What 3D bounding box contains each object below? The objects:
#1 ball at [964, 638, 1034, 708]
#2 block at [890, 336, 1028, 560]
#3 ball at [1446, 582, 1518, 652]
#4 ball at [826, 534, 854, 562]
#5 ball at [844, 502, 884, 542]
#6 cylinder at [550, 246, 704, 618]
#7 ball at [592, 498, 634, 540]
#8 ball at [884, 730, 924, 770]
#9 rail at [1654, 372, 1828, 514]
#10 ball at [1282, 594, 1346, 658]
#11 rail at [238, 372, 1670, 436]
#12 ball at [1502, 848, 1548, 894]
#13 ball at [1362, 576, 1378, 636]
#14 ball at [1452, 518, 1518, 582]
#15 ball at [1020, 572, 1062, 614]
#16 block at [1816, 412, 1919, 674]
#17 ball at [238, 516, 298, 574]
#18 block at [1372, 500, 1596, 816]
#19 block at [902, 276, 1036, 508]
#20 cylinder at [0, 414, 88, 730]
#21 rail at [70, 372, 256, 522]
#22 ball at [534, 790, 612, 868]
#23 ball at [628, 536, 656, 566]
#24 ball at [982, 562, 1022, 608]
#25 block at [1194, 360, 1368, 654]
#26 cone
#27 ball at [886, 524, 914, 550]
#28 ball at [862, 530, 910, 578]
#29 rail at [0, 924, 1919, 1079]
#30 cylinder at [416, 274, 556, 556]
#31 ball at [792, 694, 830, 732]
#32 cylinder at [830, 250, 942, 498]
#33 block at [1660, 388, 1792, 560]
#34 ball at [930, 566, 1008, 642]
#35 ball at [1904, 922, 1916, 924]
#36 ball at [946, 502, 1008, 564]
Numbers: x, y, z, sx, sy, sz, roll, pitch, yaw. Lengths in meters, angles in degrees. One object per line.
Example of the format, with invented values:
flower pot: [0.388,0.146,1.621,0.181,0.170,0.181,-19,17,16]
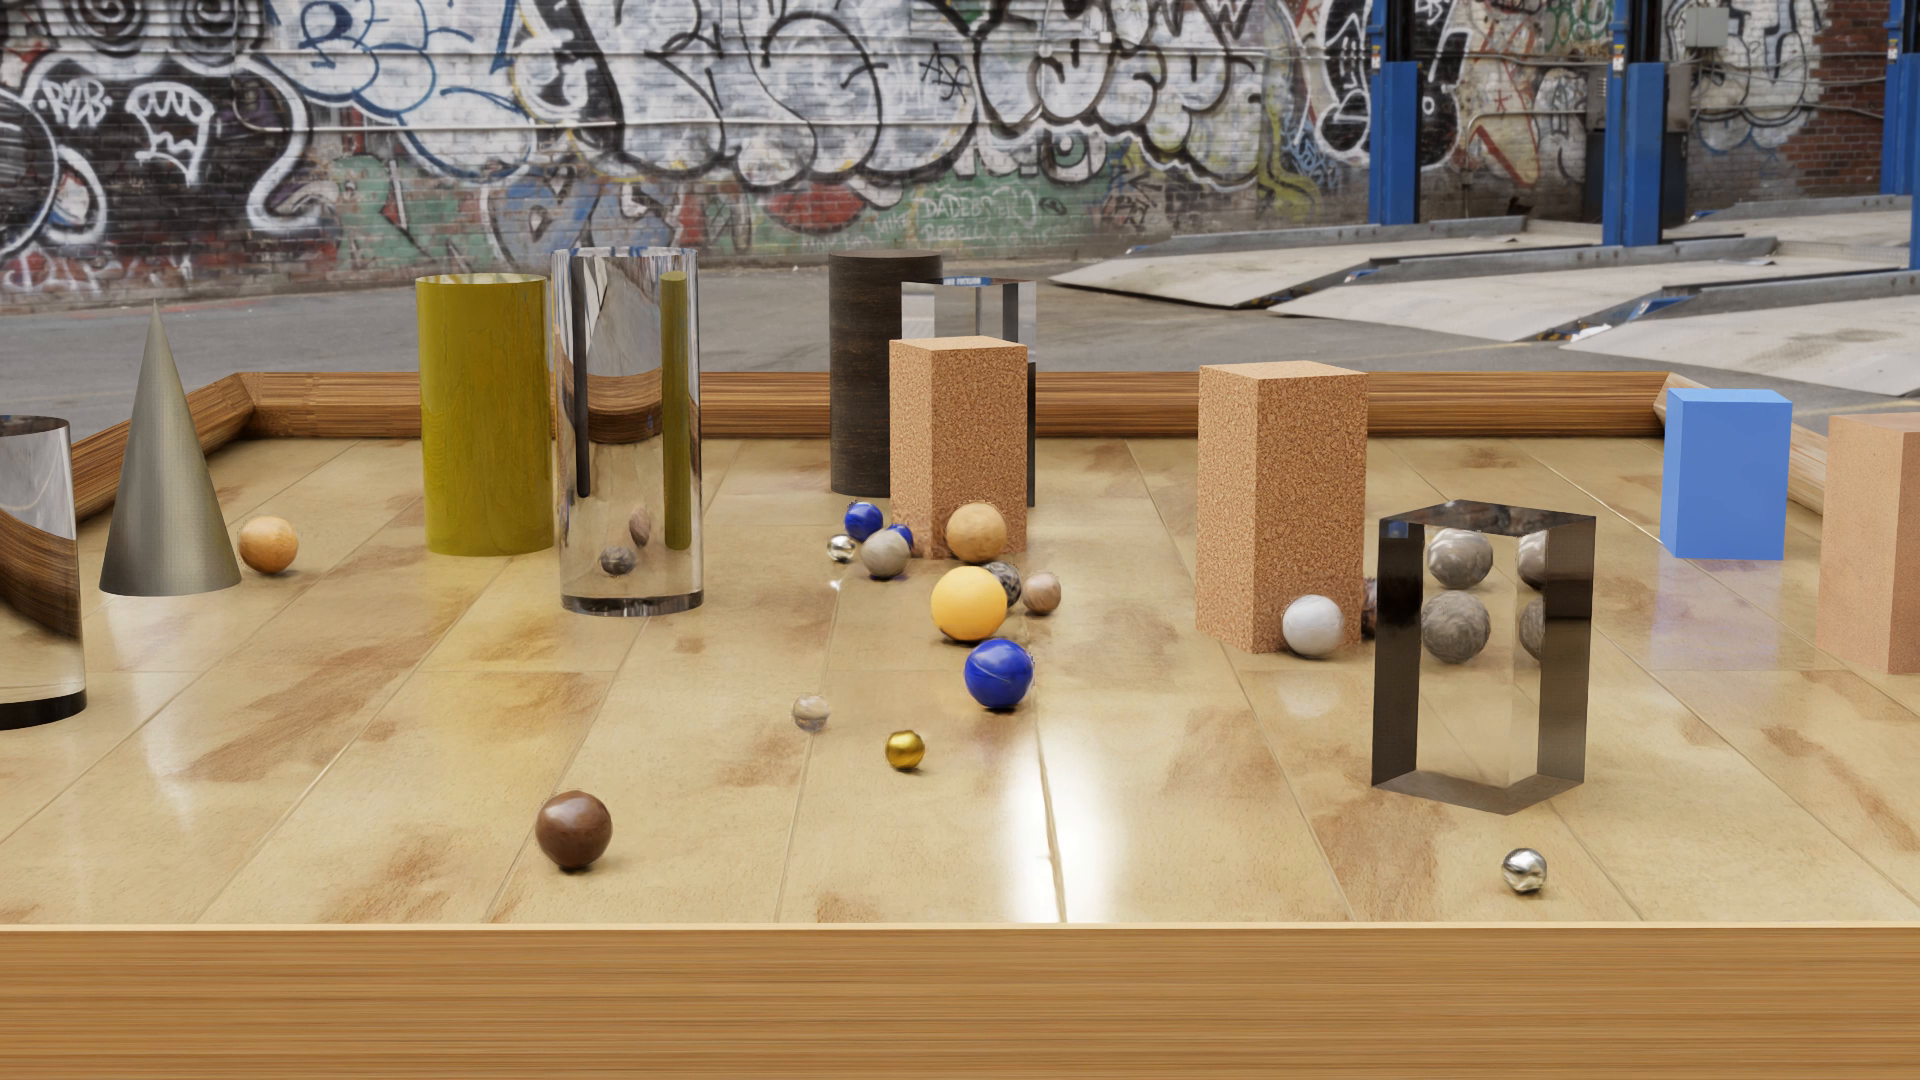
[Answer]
ball: [0.044,0.153,2.935,0.080,0.080,0.080,0,11,0]
block: [-0.003,-0.143,3.891,0.157,0.313,0.157,-5,12,-24]
ball: [0.655,0.097,3.215,0.088,0.088,0.088,0,11,0]
ball: [-0.177,0.012,3.802,0.042,0.042,0.042,0,11,0]
ball: [-0.149,-0.028,3.964,0.061,0.061,0.061,0,11,0]
cylinder: [-0.449,-0.150,3.476,0.196,0.479,0.196,0,11,0]
ball: [-0.539,-0.033,3.977,0.066,0.066,0.066,0,11,0]
ball: [-0.058,0.219,2.682,0.042,0.042,0.042,0,11,0]
rail: [1.393,0.031,3.457,0.045,0.127,3.310,0,11,0]
ball: [0.440,0.107,3.190,0.078,0.078,0.078,0,11,0]
rail: [-0.009,-0.265,5.053,2.833,0.127,0.045,0,11,0]
ball: [0.503,0.294,2.283,0.041,0.041,0.041,0,11,0]
ball: [0.532,0.086,3.308,0.076,0.076,0.076,0,11,0]
ball: [0.747,0.014,3.653,0.091,0.091,0.091,0,11,0]
ball: [0.109,0.072,3.441,0.055,0.055,0.055,0,11,0]
block: [1.178,0.000,3.168,0.157,0.295,0.157,-3,11,-14]
ball: [-1.001,0.007,3.712,0.084,0.084,0.084,0,11,0]
block: [0.530,0.114,2.601,0.157,0.278,0.157,9,14,40]
block: [0.015,-0.239,4.234,0.157,0.376,0.157,9,14,39]
cylinder: [-1.099,0.034,2.899,0.196,0.327,0.196,0,11,0]
rail: [-1.393,0.034,3.441,0.045,0.127,3.310,0,11,0]
ball: [-0.354,0.265,2.354,0.071,0.071,0.071,0,11,0]
ball: [-0.467,0.017,3.770,0.043,0.043,0.043,0,11,0]
ball: [0.051,0.062,3.451,0.065,0.065,0.065,0,11,0]
block: [0.409,-0.046,3.278,0.157,0.346,0.157,-4,11,-22]
cone: [-1.123,-0.139,3.614,0.196,0.407,0.196,0,11,0]
ball: [-0.093,0.000,3.850,0.048,0.048,0.048,0,11,0]
ball: [-0.107,0.020,3.684,0.070,0.070,0.070,0,11,0]
rail: [0.009,0.330,1.845,2.833,0.127,0.045,0,11,0]
cylinder: [-0.721,-0.193,3.902,0.196,0.408,0.196,0,11,0]
ball: [-0.164,0.191,2.834,0.043,0.043,0.043,0,11,0]
cylinder: [-0.127,-0.290,4.424,0.196,0.408,0.196,0,11,0]
block: [1.156,-0.102,3.880,0.157,0.236,0.157,1,11,7]
ball: [0.011,0.082,3.270,0.098,0.098,0.098,0,11,0]
ball: [0.723,0.334,1.945,0.086,0.086,0.086,0,11,0]
ball: [0.025,-0.010,3.786,0.090,0.090,0.090,0,11,0]
